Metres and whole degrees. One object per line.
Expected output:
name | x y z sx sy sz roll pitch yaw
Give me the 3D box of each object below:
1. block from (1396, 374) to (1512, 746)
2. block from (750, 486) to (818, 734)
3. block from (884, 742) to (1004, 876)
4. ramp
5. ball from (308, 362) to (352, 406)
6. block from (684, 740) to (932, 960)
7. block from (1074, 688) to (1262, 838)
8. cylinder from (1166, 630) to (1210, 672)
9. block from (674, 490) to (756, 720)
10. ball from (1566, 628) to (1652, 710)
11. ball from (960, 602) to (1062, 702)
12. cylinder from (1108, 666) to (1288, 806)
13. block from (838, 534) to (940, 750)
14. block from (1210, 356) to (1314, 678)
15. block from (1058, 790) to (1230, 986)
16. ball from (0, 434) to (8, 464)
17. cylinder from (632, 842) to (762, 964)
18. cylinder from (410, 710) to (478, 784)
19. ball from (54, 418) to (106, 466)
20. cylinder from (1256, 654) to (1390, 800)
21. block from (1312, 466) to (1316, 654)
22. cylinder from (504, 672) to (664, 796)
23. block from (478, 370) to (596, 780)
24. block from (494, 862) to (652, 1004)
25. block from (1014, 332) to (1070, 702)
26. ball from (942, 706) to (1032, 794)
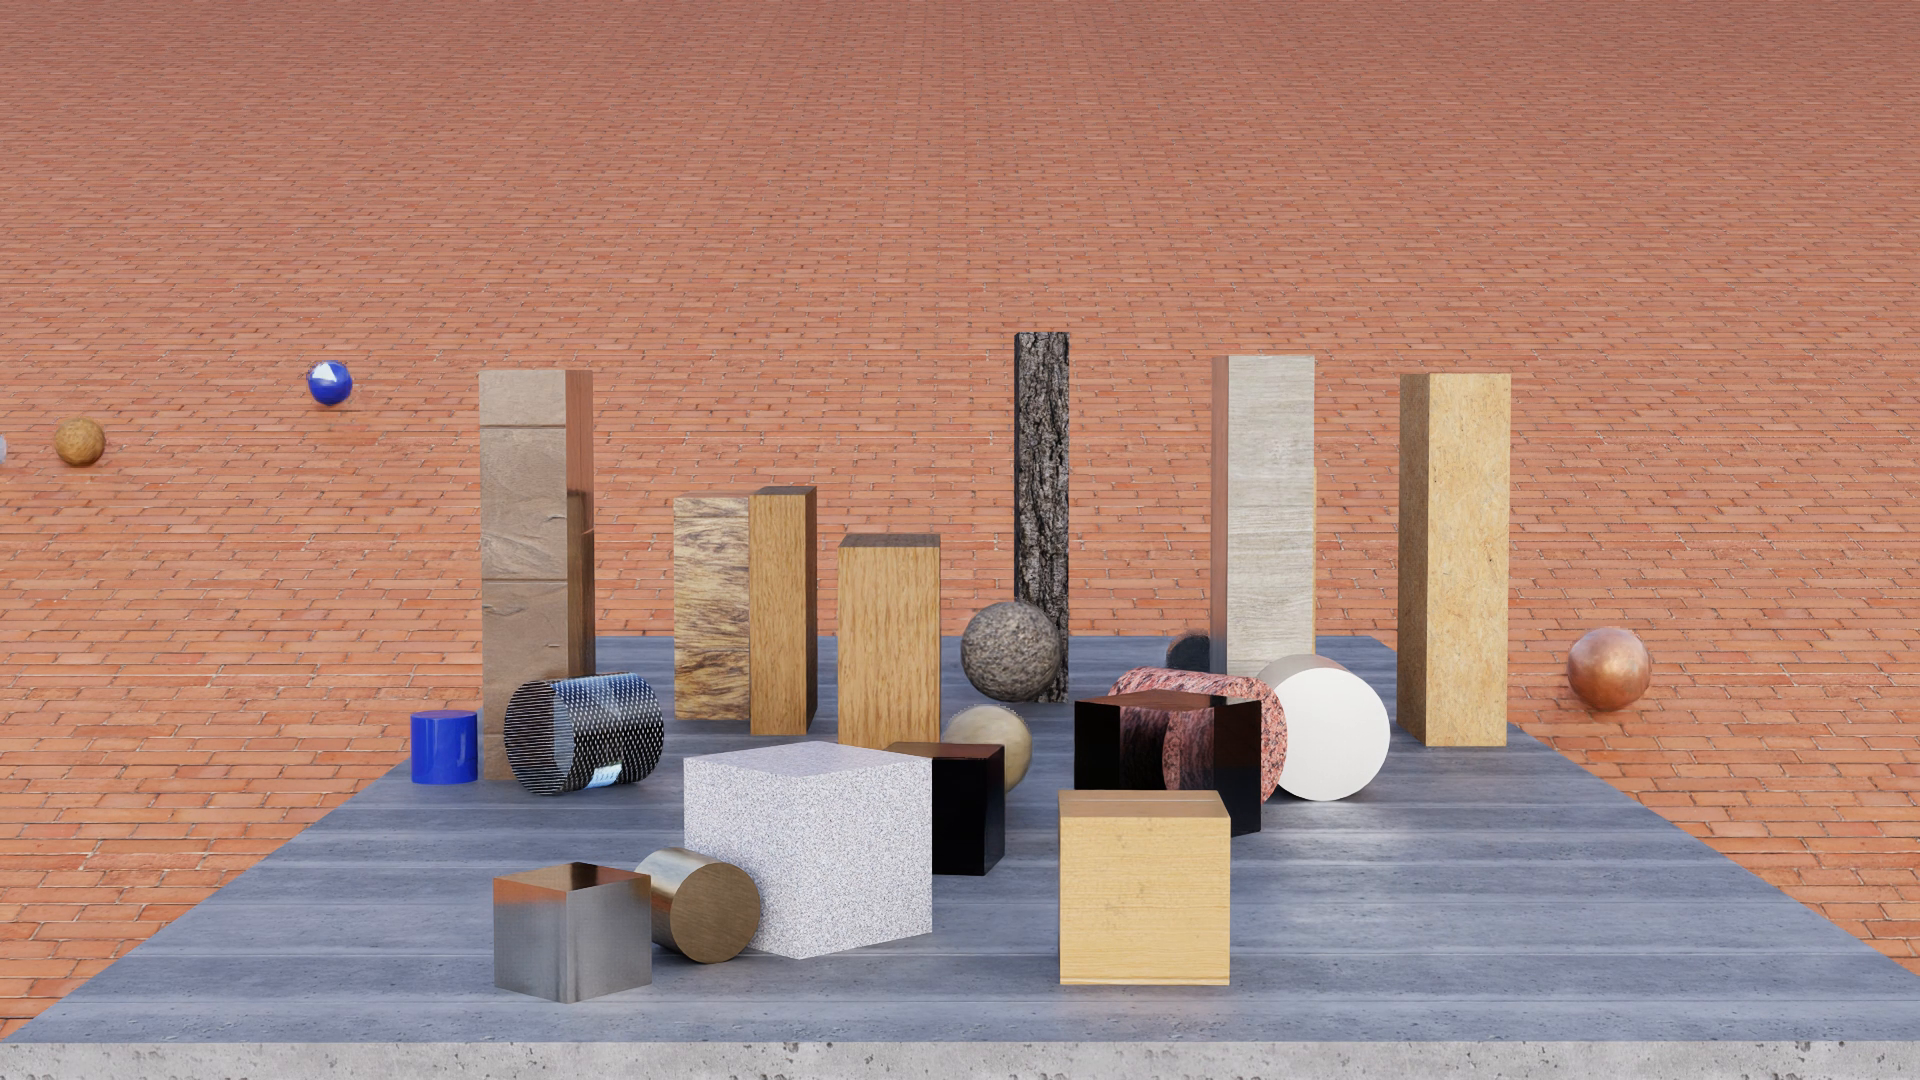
block | 0.900 0.027 4.700 0.143 0.661 0.305 0 4 0
block | -0.334 0.125 4.902 0.102 0.441 0.395 0 4 0
block | -0.028 0.360 3.463 0.153 0.153 0.153 1 4 11
ramp | 0.046 0.419 4.534 2.000 0.100 4.000 0 4 0
ball | -2.144 -0.532 8.743 0.147 0.147 0.147 0 20 0
block | -0.180 0.361 3.035 0.207 0.207 0.207 -4 5 -44
block | 0.300 0.326 3.701 0.191 0.191 0.191 3 5 43
cylinder | 0.492 0.255 5.324 0.128 0.128 0.128 1 2 3
block | -0.476 0.121 5.095 0.143 0.426 0.358 0 4 0
ball | 1.595 0.316 6.311 0.202 0.202 0.202 0 20 0
ball | 0.100 0.221 5.077 0.200 0.200 0.200 0 20 0
cylinder | 0.355 0.304 3.928 0.207 0.207 0.207 -19 15 -42
block | -0.099 0.211 3.696 0.140 0.422 0.305 0 4 0
block | 0.503 0.038 4.302 0.138 0.690 0.282 0 4 0
block | 0.202 0.384 2.860 0.182 0.182 0.182 0 4 1
ball | -3.070 -0.286 8.050 0.155 0.155 0.155 0 20 0
cylinder | -0.304 0.415 2.921 0.114 0.114 0.114 -14 18 -33
cylinder | -0.842 0.338 4.192 0.108 0.108 0.108 0 4 0
ball | -2.781 -0.309 8.111 0.156 0.156 0.156 0 20 0
cylinder | 0.561 0.294 4.073 0.207 0.207 0.207 0 4 -1
block | 0.595 0.095 5.002 0.145 0.487 0.357 0 4 0
cylinder | -0.600 0.307 4.099 0.180 0.180 0.180 19 15 42
block | -0.709 0.048 4.331 0.140 0.668 0.316 0 4 0
block | -0.418 0.422 2.769 0.119 0.119 0.119 3 5 40
block | 0.168 -0.058 5.379 0.100 0.746 0.442 0 4 0
ball | 0.043 0.330 4.017 0.143 0.143 0.143 0 20 0
